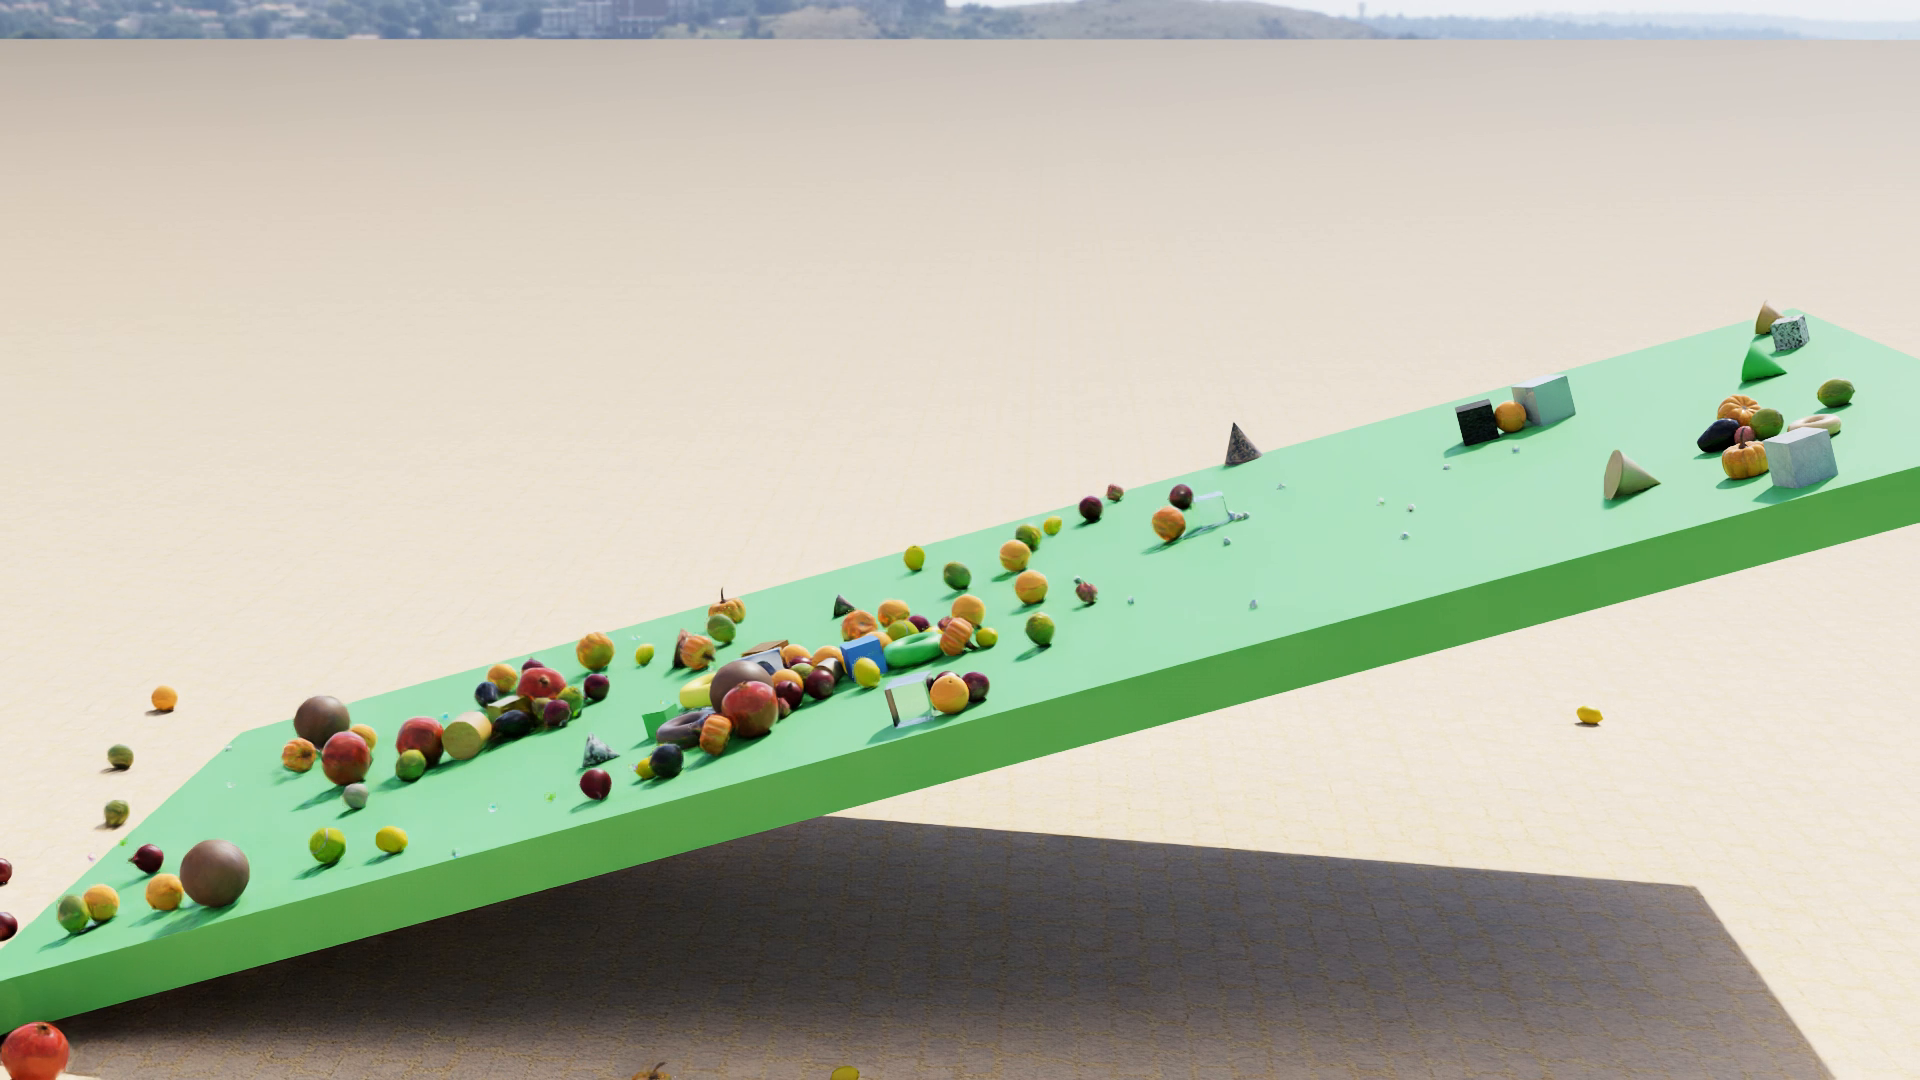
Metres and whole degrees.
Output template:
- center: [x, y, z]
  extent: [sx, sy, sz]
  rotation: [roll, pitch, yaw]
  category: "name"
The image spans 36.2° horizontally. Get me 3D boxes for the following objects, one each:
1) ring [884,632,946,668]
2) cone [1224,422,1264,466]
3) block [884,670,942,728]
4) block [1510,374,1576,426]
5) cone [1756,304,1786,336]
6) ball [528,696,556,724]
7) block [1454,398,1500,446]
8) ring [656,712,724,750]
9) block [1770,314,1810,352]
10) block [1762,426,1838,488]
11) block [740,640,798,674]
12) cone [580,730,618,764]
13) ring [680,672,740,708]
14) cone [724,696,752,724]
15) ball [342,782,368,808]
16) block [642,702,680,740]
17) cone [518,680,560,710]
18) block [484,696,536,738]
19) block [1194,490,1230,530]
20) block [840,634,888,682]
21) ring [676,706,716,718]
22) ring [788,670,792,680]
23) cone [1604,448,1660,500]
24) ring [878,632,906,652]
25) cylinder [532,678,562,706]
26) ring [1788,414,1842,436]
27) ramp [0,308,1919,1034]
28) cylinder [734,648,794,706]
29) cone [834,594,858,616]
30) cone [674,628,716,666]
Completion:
- center: [-0.092, 0.224, 5.982]
  extent: [0.136, 0.045, 0.136]
  rotation: [-14, 9, 2]
  category: "ring"
- center: [0.684, -0.245, 7.223]
  extent: [0.099, 0.099, 0.099]
  rotation: [-16, 10, 3]
  category: "cone"
- center: [-0.087, 0.296, 5.461]
  extent: [0.076, 0.076, 0.076]
  rotation: [-14, 10, 14]
  category: "block"
- center: [1.311, -0.313, 6.607]
  extent: [0.092, 0.092, 0.092]
  rotation: [-19, 10, -19]
  category: "block"
- center: [1.920, -0.510, 6.893]
  extent: [0.084, 0.084, 0.084]
  rotation: [5, 12, 32]
  category: "cone"
- center: [-0.910, 0.372, 6.405]
  extent: [0.060, 0.060, 0.060]
  rotation: [0, 10, 0]
  category: "ball"
- center: [1.162, -0.264, 6.608]
  extent: [0.079, 0.079, 0.079]
  rotation: [-15, 10, 9]
  category: "block"
- center: [-0.535, 0.377, 5.826]
  extent: [0.141, 0.047, 0.141]
  rotation: [-15, 10, 3]
  category: "ring"
- center: [1.878, -0.469, 6.652]
  extent: [0.062, 0.062, 0.062]
  rotation: [-10, 11, 33]
  category: "block"
- center: [1.524, -0.150, 5.333]
  extent: [0.085, 0.085, 0.085]
  rotation: [-18, 10, -13]
  category: "block"
- center: [-0.403, 0.259, 6.201]
  extent: [0.074, 0.074, 0.074]
  rotation: [-9, 12, 38]
  category: "block"
- center: [-0.712, 0.425, 5.883]
  extent: [0.072, 0.072, 0.072]
  rotation: [18, 7, -10]
  category: "cone"
- center: [-0.520, 0.314, 6.159]
  extent: [0.143, 0.048, 0.143]
  rotation: [-16, 11, 3]
  category: "ring"
- center: [-0.439, 0.348, 5.901]
  extent: [0.055, 0.055, 0.055]
  rotation: [14, 13, 10]
  category: "cone"
- center: [-1.255, 0.531, 6.107]
  extent: [0.053, 0.053, 0.053]
  rotation: [0, 10, 0]
  category: "ball"
- center: [-0.604, 0.368, 5.971]
  extent: [0.053, 0.053, 0.053]
  rotation: [-12, 10, 25]
  category: "block"
- center: [-0.933, 0.368, 6.553]
  extent: [0.091, 0.091, 0.091]
  rotation: [14, 12, 5]
  category: "cone"
- center: [-0.983, 0.386, 6.439]
  extent: [0.071, 0.071, 0.071]
  rotation: [-23, 12, -35]
  category: "block"
- center: [0.557, -0.066, 6.516]
  extent: [0.064, 0.064, 0.064]
  rotation: [-15, 10, 3]
  category: "block"
- center: [-0.195, 0.240, 5.974]
  extent: [0.071, 0.071, 0.071]
  rotation: [-18, 10, -11]
  category: "block"
- center: [-0.535, 0.364, 5.943]
  extent: [0.098, 0.033, 0.098]
  rotation: [-16, 11, 3]
  category: "ring"
- center: [-0.396, 0.295, 6.107]
  extent: [0.100, 0.033, 0.100]
  rotation: [-17, 8, 3]
  category: "ring"
- center: [1.299, -0.117, 5.641]
  extent: [0.099, 0.099, 0.099]
  rotation: [11, 9, -7]
  category: "cone"
- center: [-0.149, 0.218, 6.152]
  extent: [0.087, 0.029, 0.087]
  rotation: [-16, 11, 3]
  category: "ring"
- center: [-0.932, 0.347, 6.617]
  extent: [0.059, 0.059, 0.059]
  rotation: [-16, 10, 3]
  category: "cylinder"
- center: [1.647, -0.216, 5.670]
  extent: [0.103, 0.034, 0.103]
  rotation: [-14, 9, 2]
  category: "ring"
- center: [0.085, 0.189, 6.325]
  extent: [4.000, 0.100, 2.000]
  rotation: [-15, 10, 4]
  category: "ramp"
- center: [-0.402, 0.279, 6.014]
  extent: [0.098, 0.098, 0.098]
  rotation: [-16, 10, 1]
  category: "cylinder"
- center: [-0.257, 0.154, 6.715]
  extent: [0.052, 0.052, 0.052]
  rotation: [13, 12, 9]
  category: "cone"
- center: [-0.593, 0.253, 6.653]
  extent: [0.090, 0.090, 0.090]
  rotation: [12, 11, 3]
  category: "cone"
